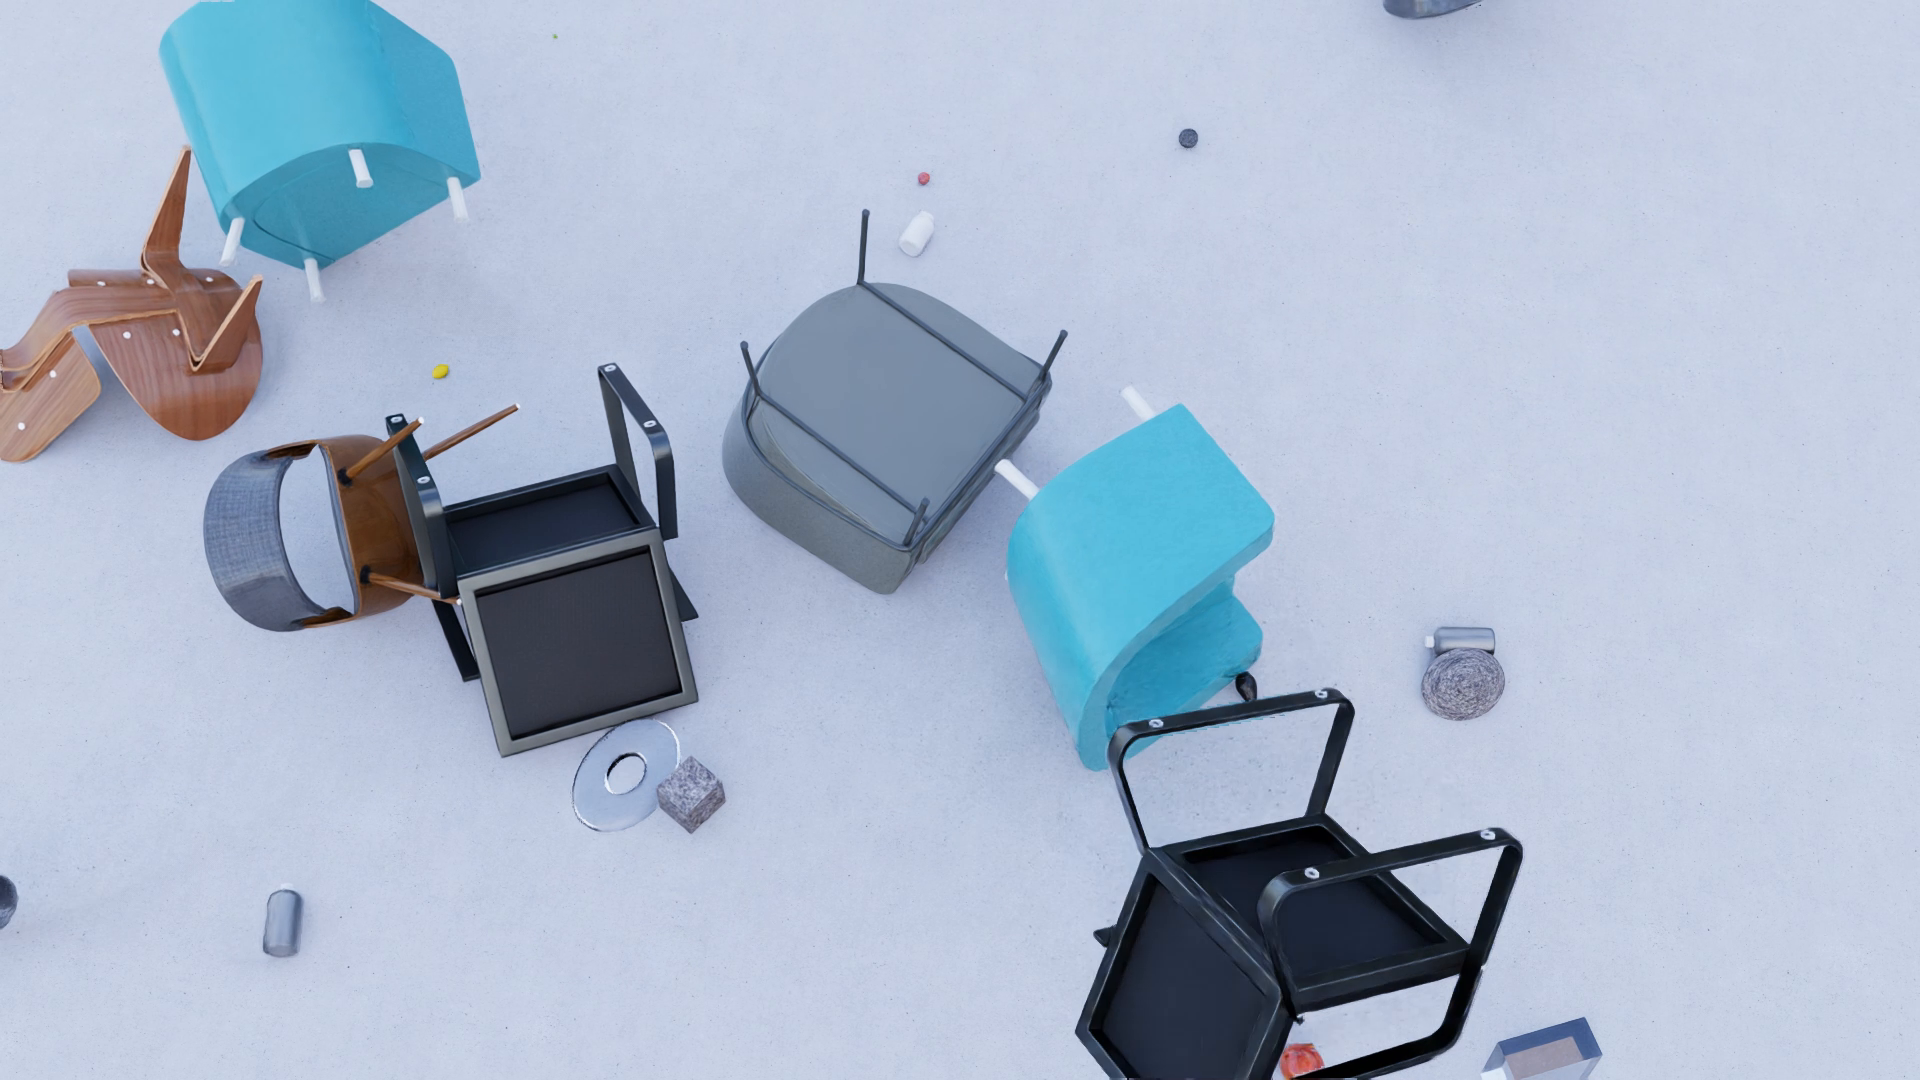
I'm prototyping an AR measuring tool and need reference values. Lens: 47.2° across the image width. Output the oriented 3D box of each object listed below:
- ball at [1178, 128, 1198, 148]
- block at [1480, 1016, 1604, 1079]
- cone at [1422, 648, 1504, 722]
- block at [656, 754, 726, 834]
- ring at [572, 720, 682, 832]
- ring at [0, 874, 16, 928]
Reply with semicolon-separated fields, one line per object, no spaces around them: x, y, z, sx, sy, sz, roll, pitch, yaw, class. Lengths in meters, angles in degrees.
0.774;-1.360;7.446;0.067;0.067;0.067;0;56;0;ball
1.465;1.324;5.551;0.236;0.224;0.105;-14;57;-9;block
1.429;0.397;6.203;0.244;0.105;0.204;-25;76;-4;cone
-0.738;0.699;6.032;0.122;0.121;0.135;37;63;22;block
-0.924;0.651;6.093;0.258;0.053;0.363;32;66;11;ring
-2.588;0.969;5.717;0.262;0.375;0.104;-17;69;-38;ring
